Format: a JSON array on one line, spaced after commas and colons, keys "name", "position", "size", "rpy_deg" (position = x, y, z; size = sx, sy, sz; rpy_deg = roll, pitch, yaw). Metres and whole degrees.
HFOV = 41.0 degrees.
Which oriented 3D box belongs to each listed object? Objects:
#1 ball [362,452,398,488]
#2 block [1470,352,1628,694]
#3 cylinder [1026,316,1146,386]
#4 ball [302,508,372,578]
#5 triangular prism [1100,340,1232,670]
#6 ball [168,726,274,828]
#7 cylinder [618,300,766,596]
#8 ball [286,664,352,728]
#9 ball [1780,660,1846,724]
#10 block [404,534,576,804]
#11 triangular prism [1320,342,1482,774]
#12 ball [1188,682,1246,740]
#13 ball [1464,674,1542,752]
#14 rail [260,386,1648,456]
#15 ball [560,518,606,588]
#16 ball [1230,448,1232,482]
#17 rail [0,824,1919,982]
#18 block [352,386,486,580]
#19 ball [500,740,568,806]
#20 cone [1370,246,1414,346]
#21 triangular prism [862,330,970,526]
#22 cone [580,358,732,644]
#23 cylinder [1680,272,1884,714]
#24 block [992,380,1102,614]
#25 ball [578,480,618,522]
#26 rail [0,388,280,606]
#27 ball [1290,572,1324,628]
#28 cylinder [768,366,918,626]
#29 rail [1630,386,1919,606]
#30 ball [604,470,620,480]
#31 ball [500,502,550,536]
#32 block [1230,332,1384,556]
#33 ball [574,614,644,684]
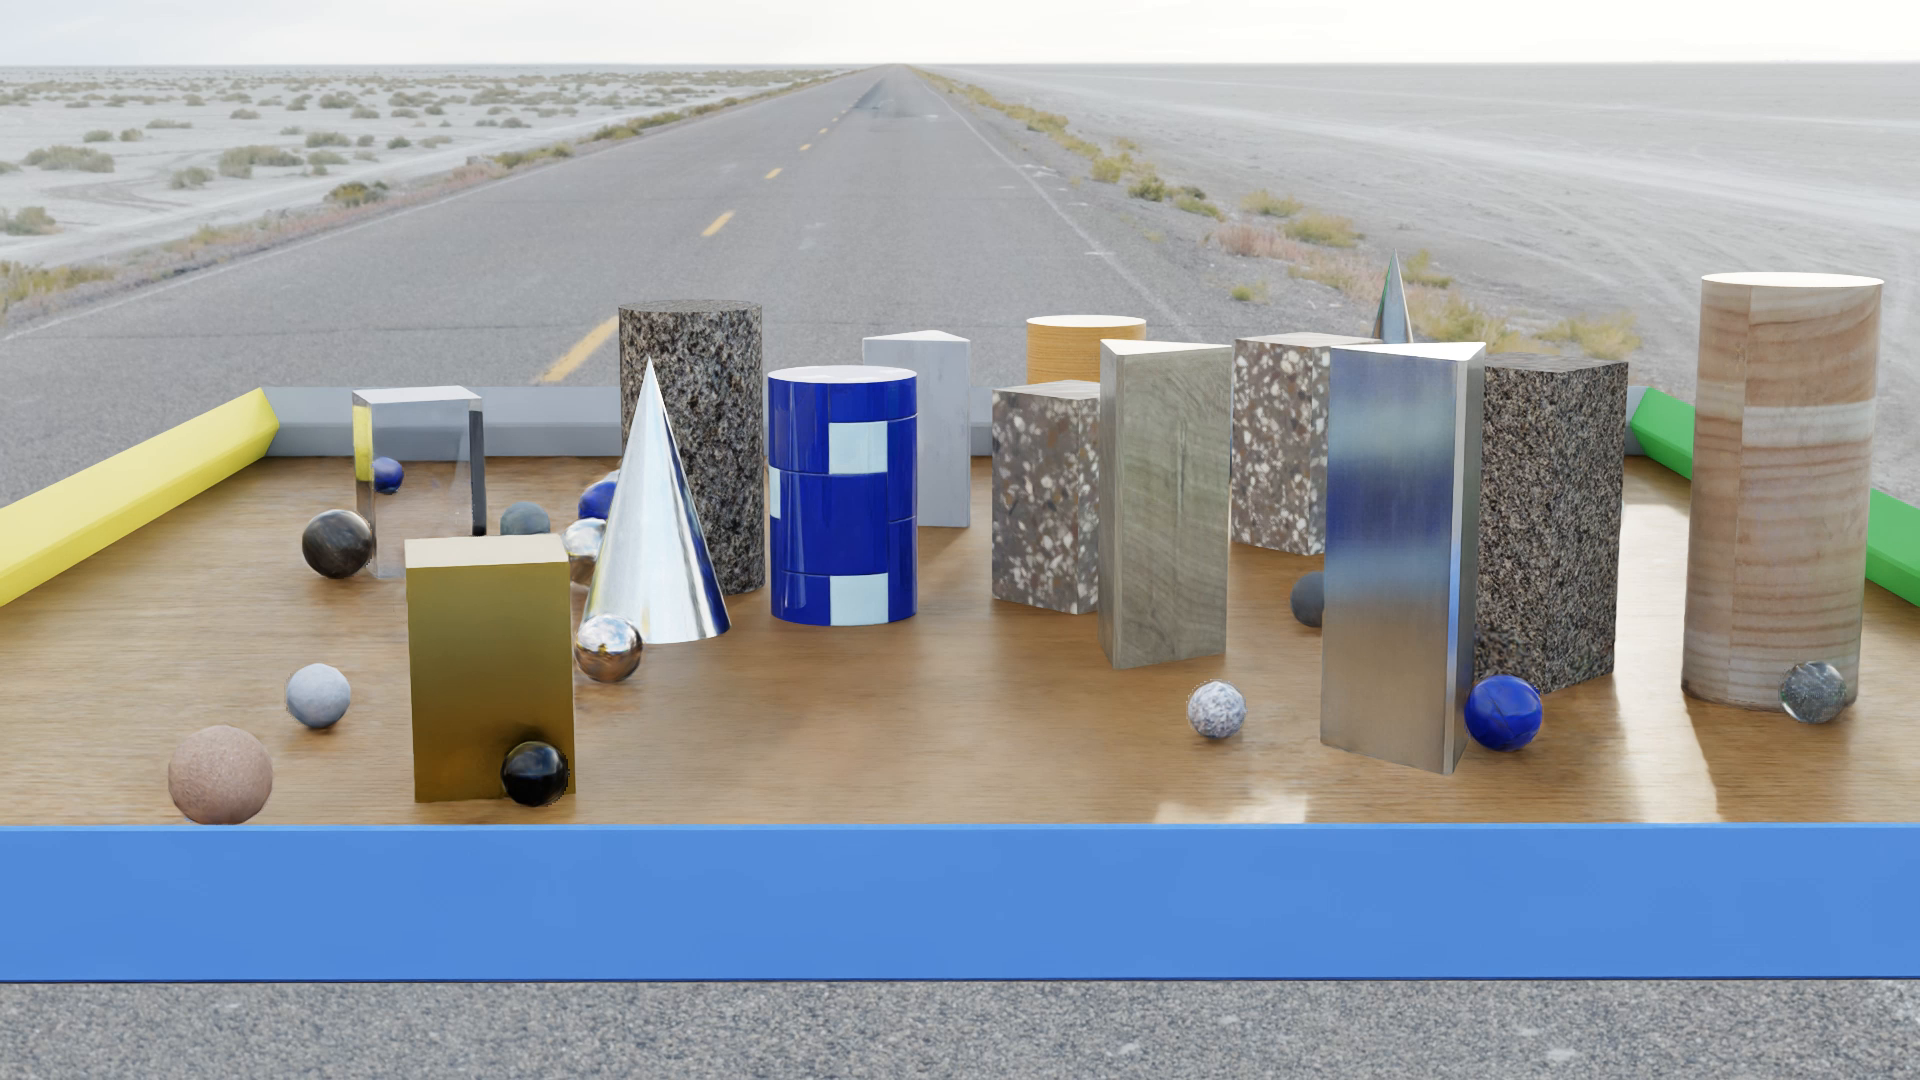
[{"name": "ball", "position": [-1.013, -0.121, 4.477], "size": [0.061, 0.061, 0.061], "rpy_deg": [0, 10, 0]}, {"name": "block", "position": [0.683, -0.026, 3.086], "size": [0.159, 0.379, 0.159], "rpy_deg": [10, 14, 43]}, {"name": "cylinder", "position": [0.210, -0.214, 4.300], "size": [0.199, 0.307, 0.199], "rpy_deg": [0, 10, 0]}, {"name": "ball", "position": [-0.896, 0.005, 3.688], "size": [0.099, 0.099, 0.099], "rpy_deg": [0, 10, 0]}, {"name": "triangular prism", "position": [0.222, -0.052, 3.209], "size": [0.172, 0.386, 0.149], "rpy_deg": [-7, 13, -33]}, {"name": "ball", "position": [-0.715, 0.229, 2.482], "size": [0.099, 0.099, 0.099], "rpy_deg": [0, 10, 0]}, {"name": "cylinder", "position": [-0.377, -0.133, 3.618], "size": [0.199, 0.396, 0.199], "rpy_deg": [0, 10, 0]}, {"name": "ball", "position": [-0.715, 0.173, 2.858], "size": [0.071, 0.071, 0.071], "rpy_deg": [0, 10, 0]}, {"name": "ball", "position": [0.956, 0.170, 2.874], "size": [0.071, 0.071, 0.071], "rpy_deg": [0, 10, 0]}, {"name": "block", "position": [-0.484, 0.128, 2.636], "size": [0.159, 0.240, 0.159], "rpy_deg": [-2, 11, -12]}, {"name": "triangular prism", "position": [0.505, 0.011, 2.741], "size": [0.149, 0.433, 0.172], "rpy_deg": [-9, 14, -41]}, {"name": "ball", "position": [0.281, 0.187, 2.808], "size": [0.062, 0.062, 0.062], "rpy_deg": [0, 10, 0]}, {"name": "ball", "position": [0.579, 0.184, 2.732], "size": [0.082, 0.082, 0.082], "rpy_deg": [0, 10, 0]}, {"name": "rail", "position": [-0.008, -0.221, 4.821], "size": [2.619, 0.129, 0.045], "rpy_deg": [0, 10, 0]}, {"name": "ball", "position": [-0.516, 0.018, 3.594], "size": [0.097, 0.097, 0.097], "rpy_deg": [0, 10, 0]}, {"name": "ball", "position": [0.443, -0.130, 4.467], "size": [0.081, 0.081, 0.081], "rpy_deg": [0, 10, 0]}, {"name": "rail", "position": [0.008, 0.287, 2.077], "size": [2.619, 0.129, 0.045], "rpy_deg": [0, 10, 0]}, {"name": "block", "position": [-0.792, -0.087, 3.761], "size": [0.159, 0.255, 0.159], "rpy_deg": [-4, 11, -22]}, {"name": "ball", "position": [-0.424, 0.232, 2.552], "size": [0.066, 0.066, 0.066], "rpy_deg": [0, 10, 0]}, {"name": "cone", "position": [0.699, -0.257, 4.165], "size": [0.199, 0.442, 0.199], "rpy_deg": [0, 10, 0]}, {"name": "triangular prism", "position": [-0.056, -0.184, 4.163], "size": [0.172, 0.298, 0.149], "rpy_deg": [2, 11, 11]}, {"name": "cone", "position": [-0.400, -0.061, 3.339], "size": [0.199, 0.357, 0.199], "rpy_deg": [0, 10, 0]}, {"name": "cylinder", "position": [0.951, -0.059, 2.976], "size": [0.199, 0.485, 0.199], "rpy_deg": [0, 10, 0]}, {"name": "block", "position": [0.157, -0.063, 3.532], "size": [0.159, 0.290, 0.159], "rpy_deg": [10, 15, 44]}, {"name": "ball", "position": [-0.540, -0.046, 3.953], "size": [0.096, 0.096, 0.096], "rpy_deg": [0, 10, 0]}, {"name": "rail", "position": [-1.286, 0.035, 3.441], "size": [0.045, 0.129, 2.838], "rpy_deg": [0, 10, 0]}, {"name": "ball", "position": [0.469, 0.078, 3.360], "size": [0.075, 0.075, 0.075], "rpy_deg": [0, 10, 0]}, {"name": "cylinder", "position": [-0.157, -0.063, 3.444], "size": [0.199, 0.322, 0.199], "rpy_deg": [0, 10, 0]}, {"name": "rail", "position": [1.286, 0.032, 3.456], "size": [0.045, 0.129, 2.838], "rpy_deg": [0, 10, 0]}, {"name": "ball", "position": [-0.562, -0.083, 4.257], "size": [0.067, 0.067, 0.067], "rpy_deg": [0, 10, 0]}, {"name": "ball", "position": [-0.660, -0.021, 3.895], "size": [0.076, 0.076, 0.076], "rpy_deg": [0, 10, 0]}, {"name": "block", "position": [0.532, -0.151, 3.943], "size": [0.159, 0.315, 0.159], "rpy_deg": [-9, 14, -40]}, {"name": "ball", "position": [-0.419, 0.130, 3.060], "size": [0.083, 0.083, 0.083], "rpy_deg": [0, 10, 0]}]
